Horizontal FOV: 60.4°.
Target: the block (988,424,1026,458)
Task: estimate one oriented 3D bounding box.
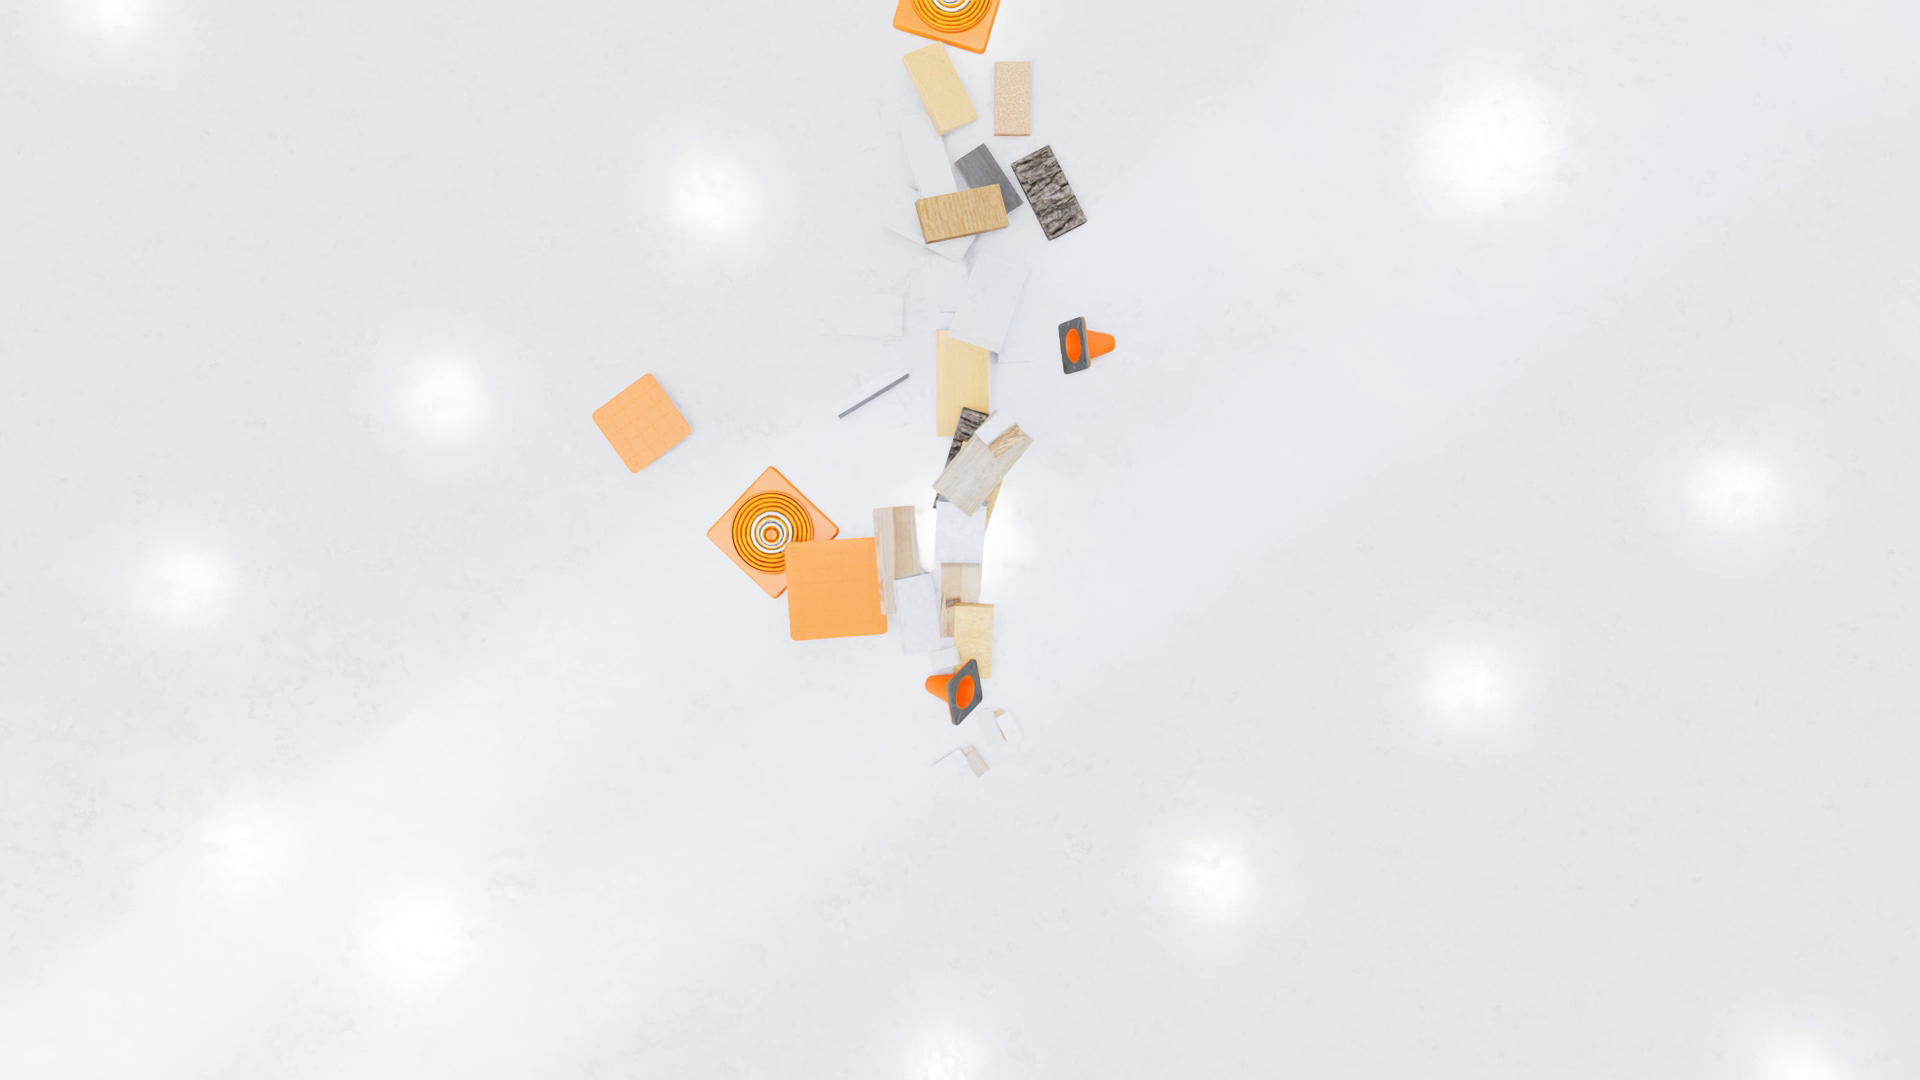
[{"bbox_3d":[0.148,-0.320,5.293,0.120,0.017,0.060,-39,87,-6],"label":"block"}]

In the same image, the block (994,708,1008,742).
[{"bbox_3d":[0.146,0.617,5.493,0.052,0.015,0.104,-38,90,0],"label":"block"}]

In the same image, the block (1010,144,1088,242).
[{"bbox_3d":[0.295,-1.153,5.480,0.141,0.040,0.283,-27,90,0],"label":"block"}]

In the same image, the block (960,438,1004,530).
[{"bbox_3d":[0.042,-0.153,5.405,0.162,0.046,0.323,18,105,-1],"label":"block"}]

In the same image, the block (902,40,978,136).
[{"bbox_3d":[-0.067,-1.495,5.459,0.141,0.040,0.283,-26,90,-18],"label":"block"}]

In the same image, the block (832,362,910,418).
[{"bbox_3d":[-0.293,-0.491,5.432,0.273,0.136,0.039,-31,90,0],"label":"block"}]

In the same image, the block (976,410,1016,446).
[{"bbox_3d":[0.113,-0.360,5.286,0.120,0.017,0.060,-39,67,-6],"label":"block"}]

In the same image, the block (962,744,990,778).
[{"bbox_3d":[0.050,0.735,5.493,0.052,0.015,0.104,-37,90,0],"label":"block"}]

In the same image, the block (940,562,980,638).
[{"bbox_3d":[0.000,0.199,5.432,0.127,0.036,0.255,1,113,1],"label":"block"}]

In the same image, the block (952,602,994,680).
[{"bbox_3d":[0.045,0.332,5.440,0.127,0.036,0.255,2,110,0],"label":"block"}]

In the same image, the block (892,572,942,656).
[{"bbox_3d":[-0.142,0.243,5.436,0.127,0.036,0.255,-12,101,-24],"label":"block"}]

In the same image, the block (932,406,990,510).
[{"bbox_3d":[0.042,-0.246,5.430,0.174,0.049,0.347,17,105,-1],"label":"block"}]

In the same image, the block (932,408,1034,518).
[{"bbox_3d":[0.073,-0.246,5.312,0.162,0.046,0.323,39,83,2],"label":"block"}]

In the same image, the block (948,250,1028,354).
[{"bbox_3d":[0.096,-0.780,5.386,0.174,0.049,0.347,19,57,0],"label":"block"}]

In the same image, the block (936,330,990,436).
[{"bbox_3d":[0.008,-0.516,5.419,0.174,0.049,0.347,0,103,1],"label":"block"}]

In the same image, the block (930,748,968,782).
[{"bbox_3d":[-0.034,0.746,5.484,0.116,0.016,0.058,-35,90,8],"label":"block"}]

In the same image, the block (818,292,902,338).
[{"bbox_3d":[-0.330,-0.747,5.481,0.273,0.039,0.136,1,90,0],"label":"block"}]

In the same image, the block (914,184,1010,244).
[{"bbox_3d":[0.007,-1.069,5.412,0.283,0.040,0.141,-14,87,-13],"label":"block"}]

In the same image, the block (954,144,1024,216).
[{"bbox_3d":[0.095,-1.184,5.483,0.120,0.034,0.239,-33,90,0],"label":"block"}]

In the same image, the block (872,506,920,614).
[{"bbox_3d":[-0.205,0.065,5.453,0.136,0.039,0.351,-5,90,-25],"label":"block"}]

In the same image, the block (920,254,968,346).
[{"bbox_3d":[-0.038,-0.802,5.479,0.148,0.042,0.295,-9,90,0],"label":"block"}]

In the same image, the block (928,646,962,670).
[{"bbox_3d":[-0.050,0.392,5.455,0.116,0.016,0.058,-17,90,42],"label":"block"}]

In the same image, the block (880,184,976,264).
[{"bbox_3d":[-0.097,-1.046,5.450,0.295,0.042,0.148,27,69,2],"label":"block"}]

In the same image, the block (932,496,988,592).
[{"bbox_3d":[-0.002,0.023,5.409,0.162,0.046,0.323,6,114,4],"label":"block"}]

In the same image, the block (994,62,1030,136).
[{"bbox_3d":[0.174,-1.467,5.483,0.120,0.034,0.239,0,90,0],"label":"block"}]

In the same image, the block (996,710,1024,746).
[{"bbox_3d":[0.165,0.625,5.478,0.052,0.015,0.104,-28,90,0],"label":"block"}]

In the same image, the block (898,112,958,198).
[{"bbox_3d":[-0.105,-1.262,5.455,0.120,0.034,0.299,-15,84,-13],"label":"block"}]

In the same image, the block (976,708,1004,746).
[{"bbox_3d":[0.099,0.619,5.478,0.058,0.016,0.116,-21,90,32],"label":"block"}]

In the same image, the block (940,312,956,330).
[{"bbox_3d":[0.003,-0.602,5.447,0.148,0.042,0.295,2,103,0],"label":"block"}]

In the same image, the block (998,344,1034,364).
[{"bbox_3d":[0.185,-0.621,5.492,0.120,0.017,0.060,-3,90,0],"label":"block"}]
